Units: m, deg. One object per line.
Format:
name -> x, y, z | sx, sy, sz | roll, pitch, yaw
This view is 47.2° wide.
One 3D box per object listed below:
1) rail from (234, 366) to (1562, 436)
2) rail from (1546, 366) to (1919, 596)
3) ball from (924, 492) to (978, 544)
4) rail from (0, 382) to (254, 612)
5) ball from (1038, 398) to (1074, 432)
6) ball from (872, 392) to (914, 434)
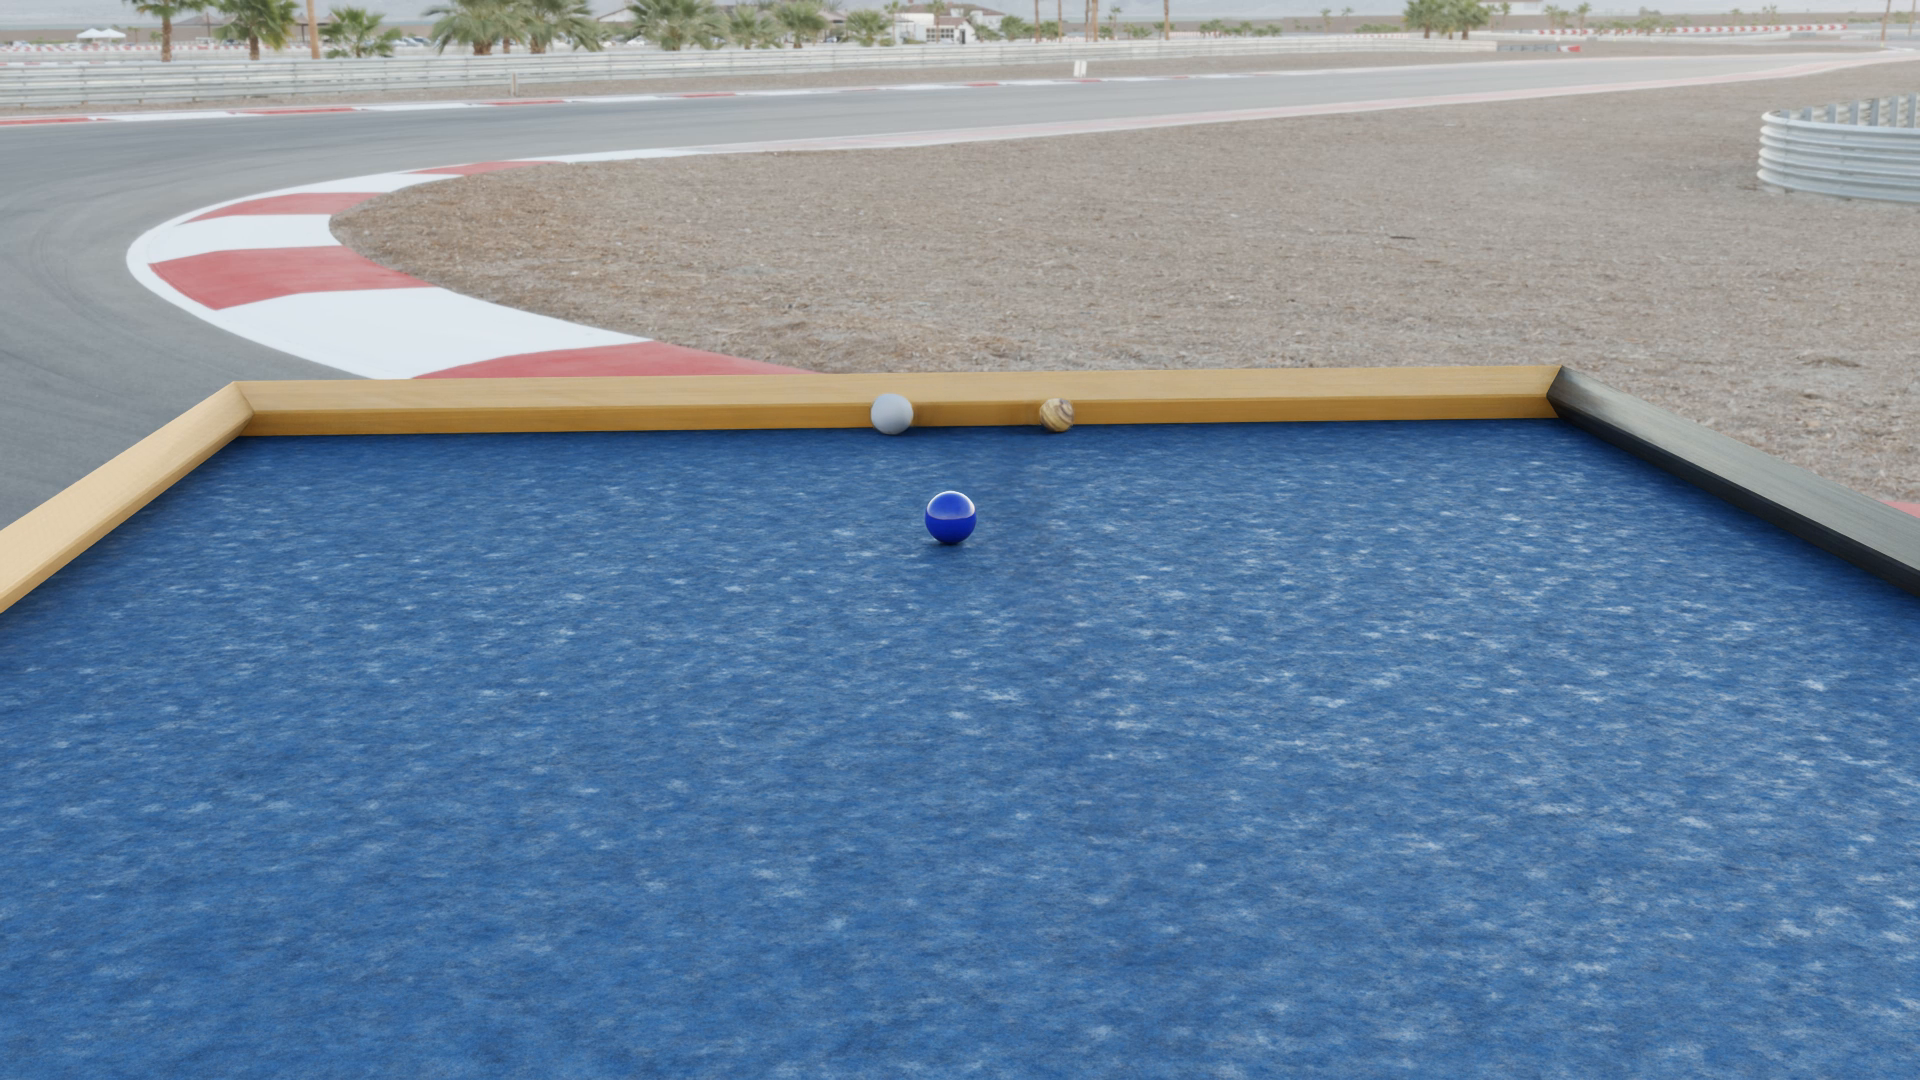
rail -> -0.087, -0.263, 4.173 | 2.533, 0.102, 0.045 | -1, 13, -4
rail -> 1.328, 0.215, 2.115 | 0.045, 0.102, 4.483 | -1, 13, -4
ball -> -0.014, -0.033, 3.241 | 0.078, 0.078, 0.078 | 0, 13, 0
rail -> -1.150, 0.259, 1.923 | 0.045, 0.102, 4.483 | -1, 13, -4
ball -> 0.181, -0.234, 4.135 | 0.066, 0.066, 0.066 | 0, 13, 0
ball -> -0.127, -0.236, 4.114 | 0.079, 0.079, 0.079 | 0, 13, 0
